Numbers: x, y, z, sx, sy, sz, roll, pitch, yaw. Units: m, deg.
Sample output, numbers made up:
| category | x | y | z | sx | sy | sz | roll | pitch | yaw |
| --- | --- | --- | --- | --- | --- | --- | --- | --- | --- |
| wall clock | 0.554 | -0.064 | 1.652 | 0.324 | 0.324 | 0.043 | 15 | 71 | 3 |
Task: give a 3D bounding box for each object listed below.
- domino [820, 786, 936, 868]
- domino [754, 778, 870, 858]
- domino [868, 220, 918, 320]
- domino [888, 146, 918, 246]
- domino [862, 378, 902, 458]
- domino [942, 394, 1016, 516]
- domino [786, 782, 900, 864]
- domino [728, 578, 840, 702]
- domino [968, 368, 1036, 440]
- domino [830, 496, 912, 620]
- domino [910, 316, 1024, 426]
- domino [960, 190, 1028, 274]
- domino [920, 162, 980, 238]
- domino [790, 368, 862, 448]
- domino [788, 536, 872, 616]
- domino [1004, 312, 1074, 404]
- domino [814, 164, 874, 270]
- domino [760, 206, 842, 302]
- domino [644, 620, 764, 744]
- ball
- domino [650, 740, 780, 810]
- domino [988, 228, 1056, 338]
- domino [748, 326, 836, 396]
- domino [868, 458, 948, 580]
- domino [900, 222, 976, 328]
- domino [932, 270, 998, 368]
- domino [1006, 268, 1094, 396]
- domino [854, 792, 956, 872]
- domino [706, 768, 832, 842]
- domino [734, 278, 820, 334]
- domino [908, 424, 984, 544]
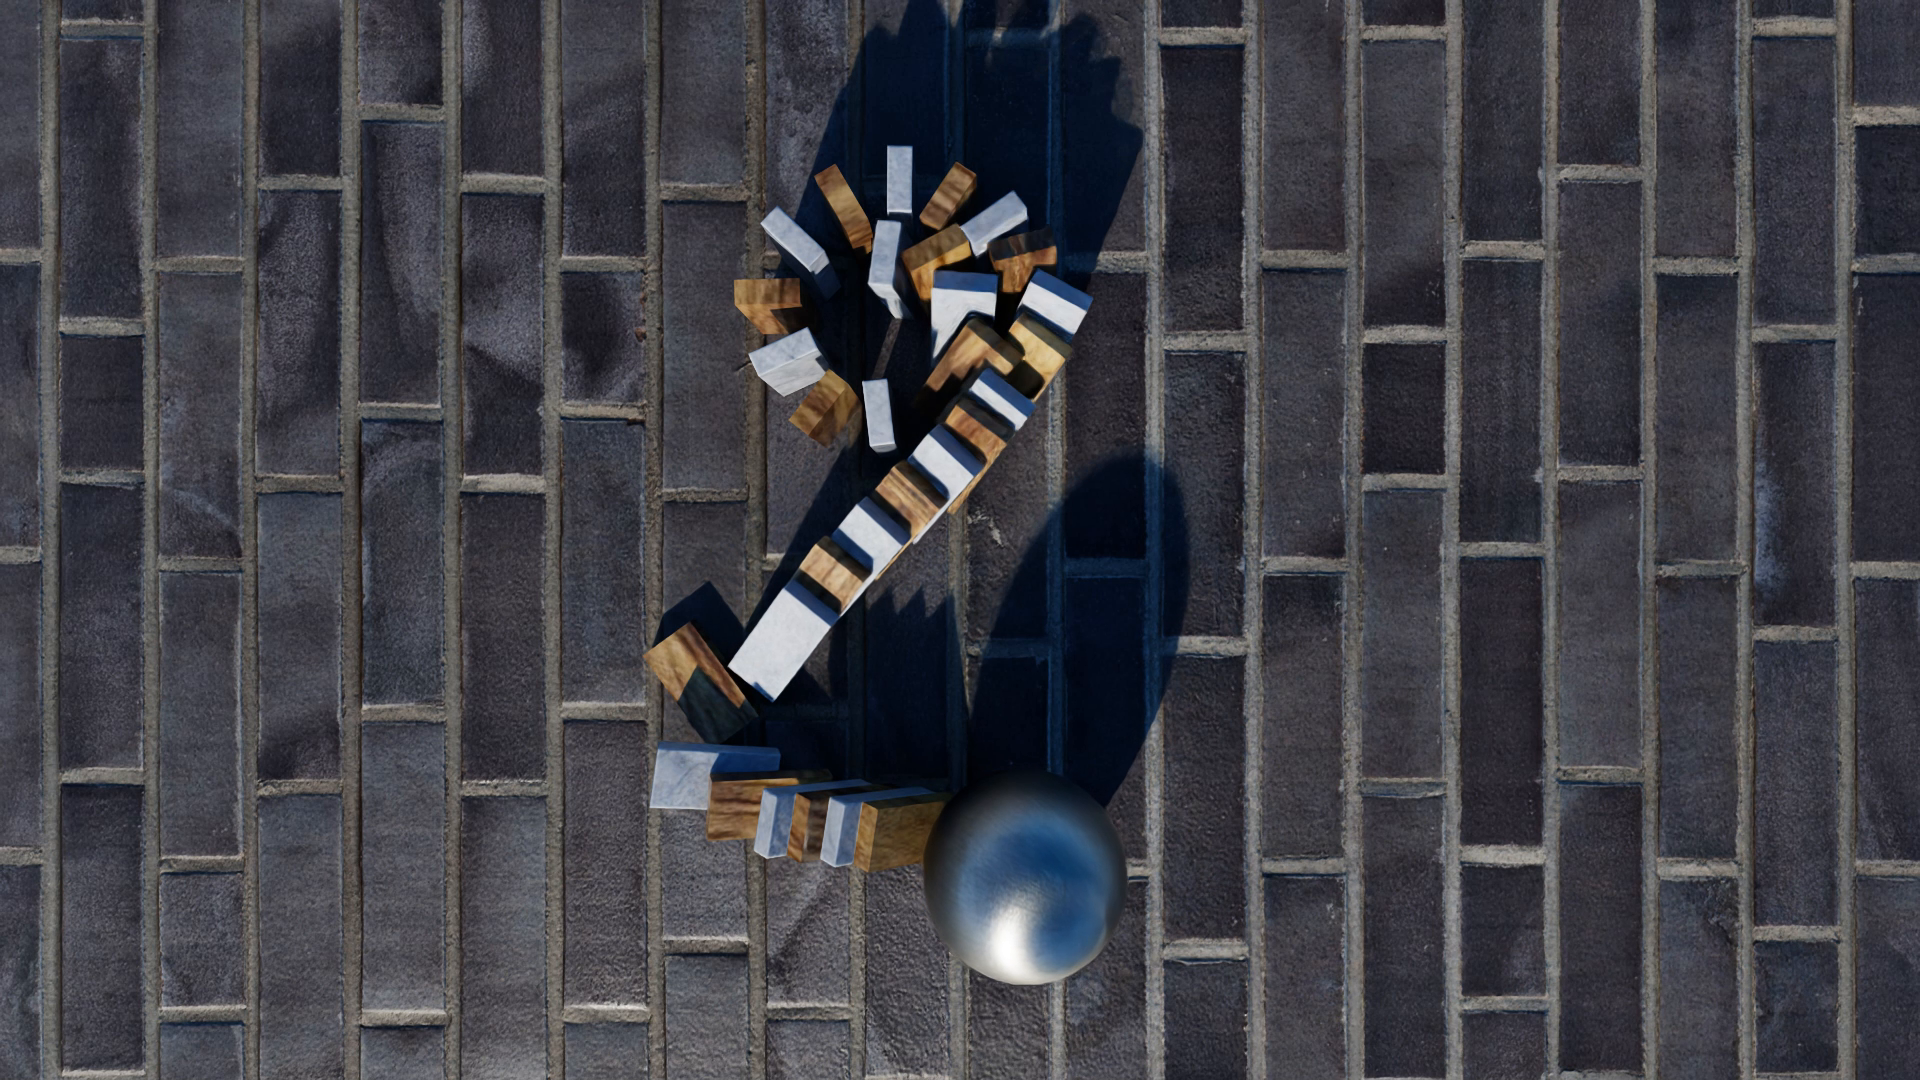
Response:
| category | x | y | z | sx | sy | sz | roll | pitch | yaw |
| --- | --- | --- | --- | --- | --- | --- | --- | --- | --- |
| domino | -0.033 | 0.118 | 0.379 | 0.009 | 0.050 | 0.025 | 9 | 90 | 45 |
| domino | -0.060 | 0.114 | 0.379 | 0.010 | 0.050 | 0.025 | 9 | 90 | 45 |
| domino | -0.025 | -0.109 | 0.375 | 0.009 | 0.050 | 0.025 | 8 | 90 | 8 |
| domino | -0.023 | -0.138 | 0.375 | 0.010 | 0.050 | 0.025 | 1 | 90 | 0 |
| domino | -0.031 | -0.049 | 0.375 | 0.010 | 0.050 | 0.025 | -7 | 90 | 0 |
| domino | 0.000 | -0.034 | 0.378 | 0.025 | 0.050 | 0.010 | 37 | 46 | -1 |
| domino | -0.046 | 0.116 | 0.379 | 0.010 | 0.050 | 0.025 | 9 | 90 | 45 |
| domino | -0.074 | 0.043 | 0.385 | 0.025 | 0.009 | 0.050 | 39 | 117 | 0 |
| domino | 0.007 | -0.045 | 0.378 | 0.025 | 0.050 | 0.009 | 38 | 46 | -2 |
| domino | -0.045 | 0.008 | 0.383 | 0.025 | 0.010 | 0.050 | 43 | 120 | 0 |
| domino | 0.002 | -0.066 | 0.378 | 0.025 | 0.050 | 0.010 | 40 | 46 | -2 |
| domino | 0.015 | -0.120 | 0.375 | 0.025 | 0.050 | 0.010 | -35 | 80 | 0 |
| domino | -0.003 | -0.131 | 0.375 | 0.009 | 0.050 | 0.025 | 34 | 90 | 5 |
| domino | -0.054 | -0.053 | 0.375 | 0.010 | 0.050 | 0.025 | 38 | 90 | 0 |
| domino | -0.061 | 0.025 | 0.384 | 0.025 | 0.009 | 0.050 | 39 | 118 | 0 |
| domino | 0.023 | -0.067 | 0.379 | 0.025 | 0.010 | 0.050 | 38 | 134 | 0 |
| domino | -0.045 | -0.131 | 0.375 | 0.010 | 0.050 | 0.025 | -31 | 90 | 0 |
| domino | -0.064 | -0.116 | 0.375 | 0.025 | 0.050 | 0.009 | 43 | 90 | 0 |
| domino | -0.111 | 0.062 | 0.395 | 0.025 | 0.009 | 0.050 | -36 | 90 | 0 |
| ball | 0.025 | 0.130 | 0.360 | 0.080 | 0.080 | 0.080 | 0 | 90 | 0 |
| domino | -0.103 | 0.100 | 0.387 | 0.050 | 0.009 | 0.025 | 8 | 94 | -19 |
| domino | 0.026 | -0.104 | 0.375 | 0.025 | 0.050 | 0.009 | -14 | 66 | 0 |
| domino | -0.068 | -0.072 | 0.375 | 0.025 | 0.050 | 0.009 | -25 | 90 | 0 |
| domino | -0.029 | -0.008 | 0.382 | 0.025 | 0.009 | 0.050 | 43 | 125 | 0 |
| domino | -0.006 | -0.106 | 0.375 | 0.025 | 0.050 | 0.010 | -28 | 73 | 1 |
| domino | 0.001 | -0.089 | 0.376 | 0.025 | 0.050 | 0.009 | 5 | 64 | 0 |
| domino | 0.033 | -0.084 | 0.377 | 0.025 | 0.050 | 0.010 | 28 | 54 | 0 |
| domino | -0.020 | 0.120 | 0.379 | 0.009 | 0.050 | 0.025 | 9 | 90 | 45 |
| domino | -0.080 | 0.111 | 0.385 | 0.050 | 0.010 | 0.025 | 3 | 96 | -22 |
| domino | -0.074 | -0.095 | 0.375 | 0.025 | 0.050 | 0.010 | -2 | 90 | 0 |
| domino | -0.014 | -0.022 | 0.380 | 0.025 | 0.010 | 0.050 | 43 | 133 | 0 |
